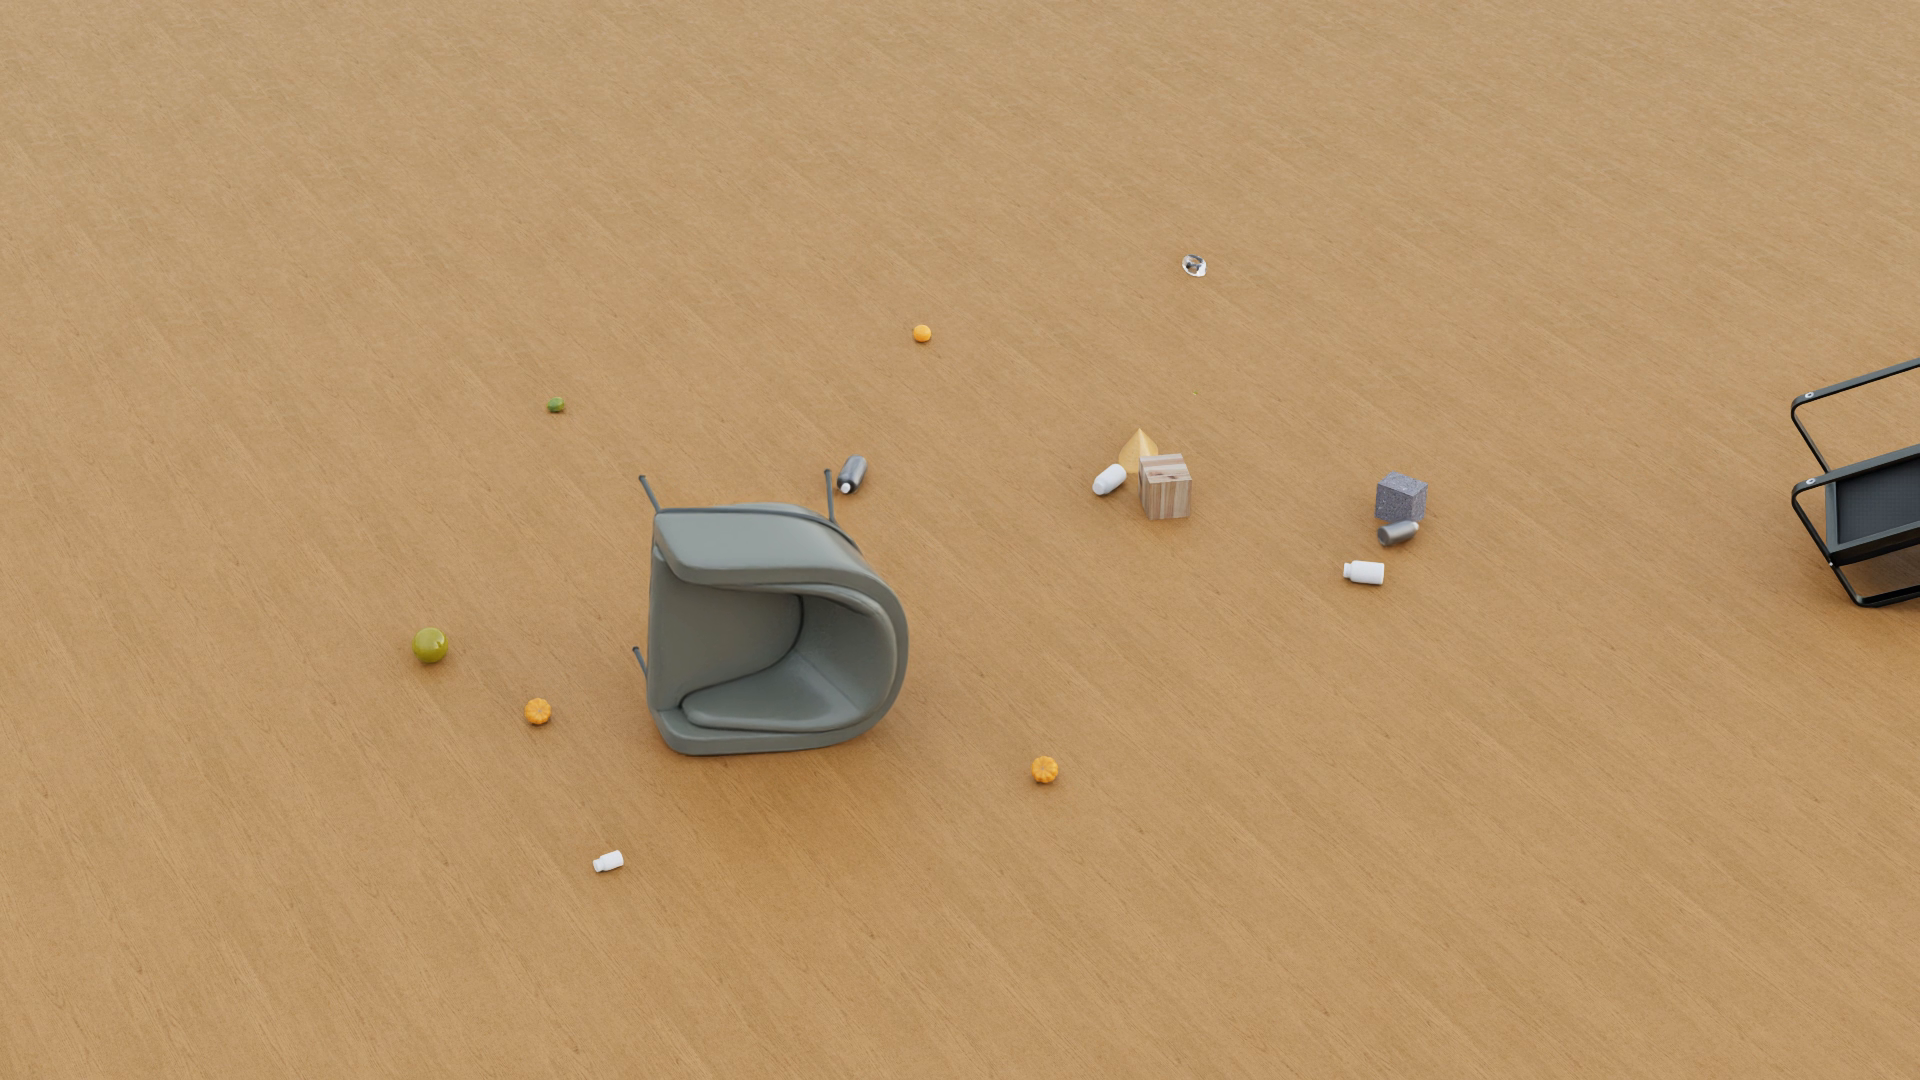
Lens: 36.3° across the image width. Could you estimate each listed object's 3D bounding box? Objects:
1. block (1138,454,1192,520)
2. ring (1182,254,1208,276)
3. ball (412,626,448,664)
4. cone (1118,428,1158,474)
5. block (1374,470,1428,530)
[{"bbox_3d":[0.775,-0.202,11.101,0.161,0.165,0.190,-5,34,-8],"label":"block"},{"bbox_3d":[1.017,-1.189,12.699,0.090,0.057,0.138,-20,39,-25],"label":"ring"},{"bbox_3d":[-1.855,0.369,10.268,0.129,0.129,0.129,0,33,0],"label":"ball"},{"bbox_3d":[0.696,-0.382,11.410,0.151,0.126,0.273,8,34,12],"label":"cone"},{"bbox_3d":[1.660,-0.149,11.034,0.153,0.150,0.112,23,40,30],"label":"block"}]
